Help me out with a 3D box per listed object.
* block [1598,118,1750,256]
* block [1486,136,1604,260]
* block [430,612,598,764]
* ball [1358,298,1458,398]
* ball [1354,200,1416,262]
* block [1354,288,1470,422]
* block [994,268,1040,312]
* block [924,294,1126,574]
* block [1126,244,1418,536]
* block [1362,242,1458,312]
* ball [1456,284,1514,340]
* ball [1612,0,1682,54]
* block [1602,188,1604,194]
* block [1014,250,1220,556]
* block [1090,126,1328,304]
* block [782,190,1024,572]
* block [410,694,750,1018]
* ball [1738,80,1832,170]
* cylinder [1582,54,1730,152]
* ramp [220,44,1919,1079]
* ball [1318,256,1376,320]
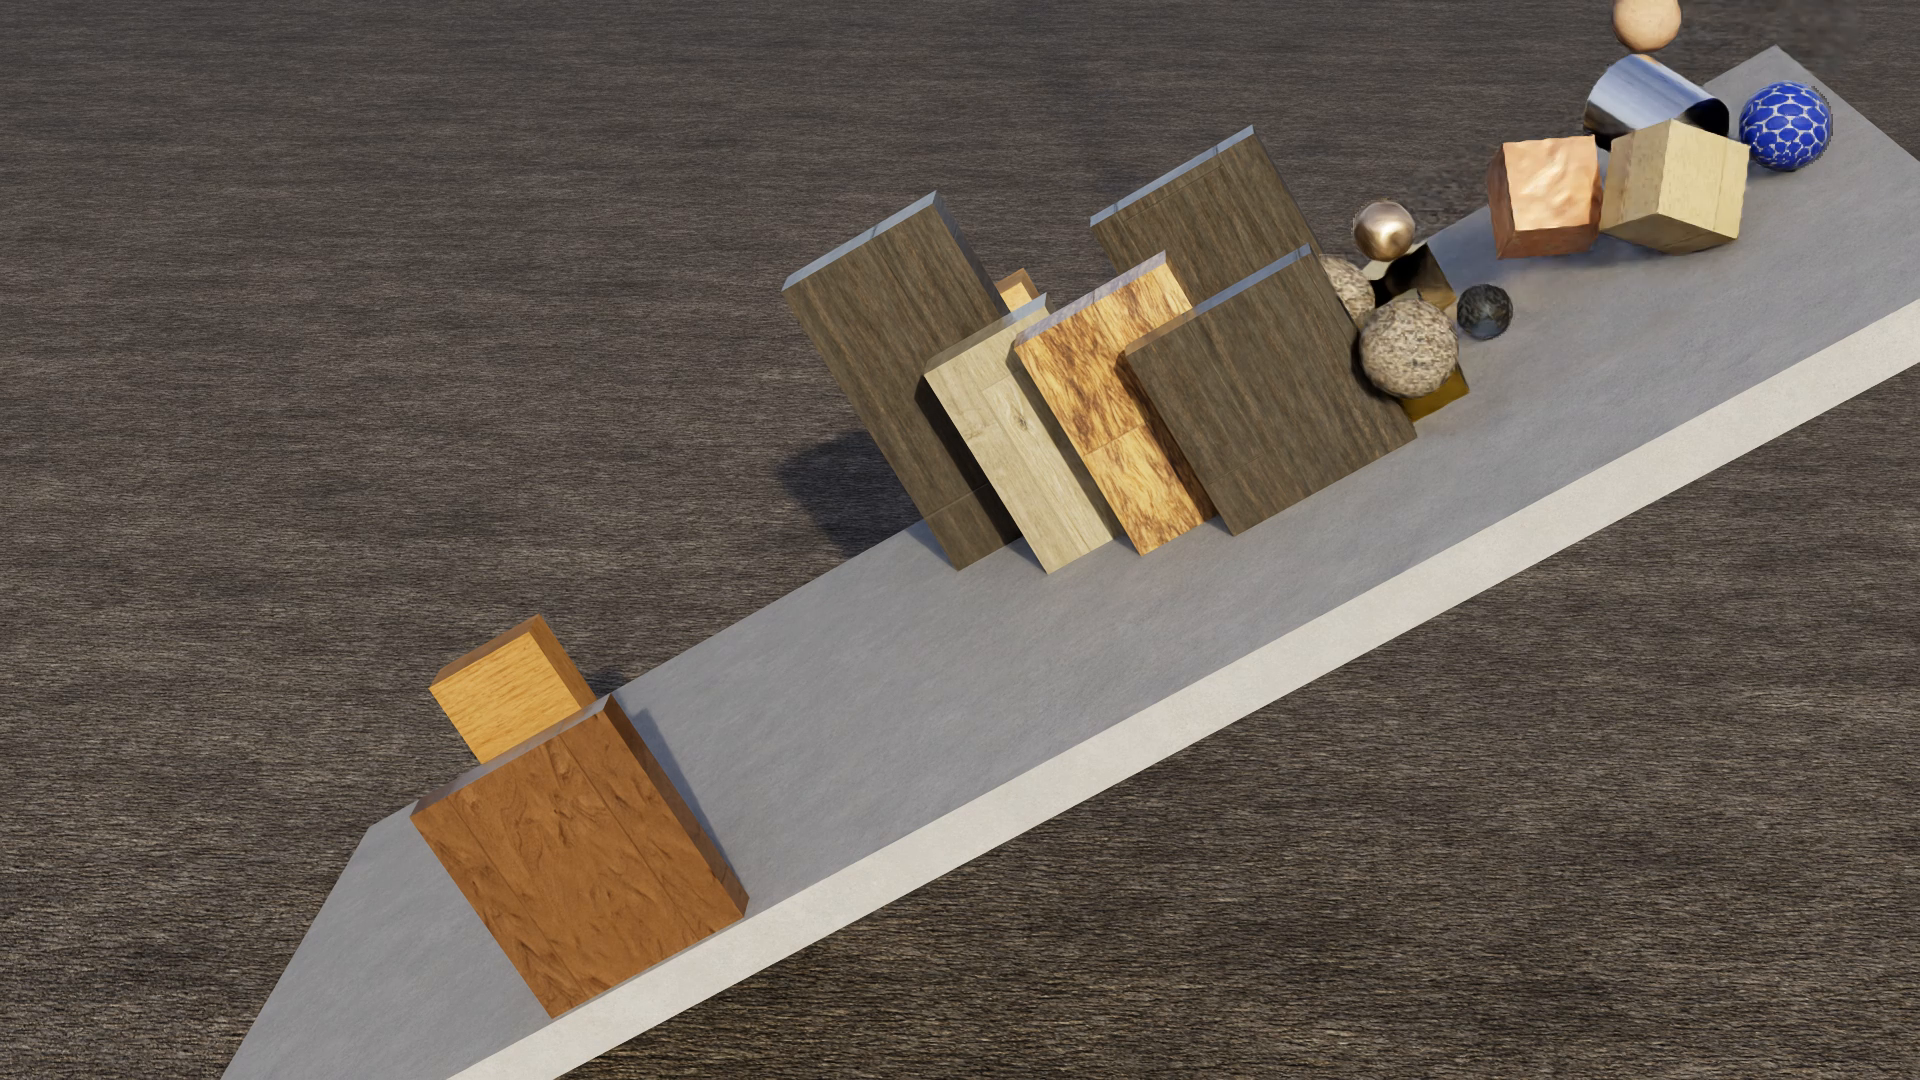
[{"bbox_3d":[1.390,-0.684,5.726,0.189,0.189,0.189,14,-10,-22],"label":"block"},{"bbox_3d":[1.187,-0.693,5.963,0.185,0.185,0.185,-5,-12,-2],"label":"block"},{"bbox_3d":[-0.792,0.458,5.901,0.240,0.584,0.105,-29,15,12],"label":"block"},{"bbox_3d":[0.857,-0.365,5.622,0.191,0.191,0.191,0,19,0],"label":"ball"},{"bbox_3d":[0.920,-0.669,6.373,0.131,0.131,0.131,0,19,0],"label":"ball"},{"bbox_3d":[0.882,-0.356,5.899,0.192,0.192,0.192,-29,14,13],"label":"block"},{"bbox_3d":[0.085,-0.348,7.019,0.409,0.437,0.144,-29,15,12],"label":"block"},{"bbox_3d":[0.185,-0.225,6.258,0.295,0.513,0.117,-29,15,12],"label":"block"},{"bbox_3d":[0.610,-0.292,5.773,0.410,0.429,0.083,-29,15,12],"label":"block"},{"bbox_3d":[0.961,-0.541,6.427,0.146,0.146,0.146,-39,16,-24],"label":"block"},{"bbox_3d":[1.073,-0.468,6.018,0.115,0.115,0.115,0,19,0],"label":"ball"},{"bbox_3d":[1.426,-1.083,6.113,0.142,0.142,0.142,0,19,0],"label":"ball"},{"bbox_3d":[1.286,-0.704,6.186,0.116,0.116,0.116,40,7,35],"label":"block"},{"bbox_3d":[0.394,-0.277,6.002,0.351,0.512,0.110,-29,15,12],"label":"block"},{"bbox_3d":[0.601,-0.575,6.494,0.408,0.539,0.099,-29,15,12],"label":"block"},{"bbox_3d":[-0.029,-0.354,6.630,0.394,0.759,0.140,-29,15,12],"label":"block"},{"bbox_3d":[-0.708,0.594,5.494,0.433,0.479,0.084,-29,15,12],"label":"block"},{"bbox_3d":[1.650,-0.828,5.884,0.179,0.179,0.179,0,19,0],"label":"ball"},{"bbox_3d":[1.410,-0.848,5.961,0.206,0.206,0.206,-13,41,-33],"label":"cylinder"},{"bbox_3d":[0.142,0.168,6.287,4.000,0.100,2.000,-29,15,12],"label":"ramp"},{"bbox_3d":[0.780,-0.498,6.261,0.209,0.209,0.209,0,19,0],"label":"ball"}]
